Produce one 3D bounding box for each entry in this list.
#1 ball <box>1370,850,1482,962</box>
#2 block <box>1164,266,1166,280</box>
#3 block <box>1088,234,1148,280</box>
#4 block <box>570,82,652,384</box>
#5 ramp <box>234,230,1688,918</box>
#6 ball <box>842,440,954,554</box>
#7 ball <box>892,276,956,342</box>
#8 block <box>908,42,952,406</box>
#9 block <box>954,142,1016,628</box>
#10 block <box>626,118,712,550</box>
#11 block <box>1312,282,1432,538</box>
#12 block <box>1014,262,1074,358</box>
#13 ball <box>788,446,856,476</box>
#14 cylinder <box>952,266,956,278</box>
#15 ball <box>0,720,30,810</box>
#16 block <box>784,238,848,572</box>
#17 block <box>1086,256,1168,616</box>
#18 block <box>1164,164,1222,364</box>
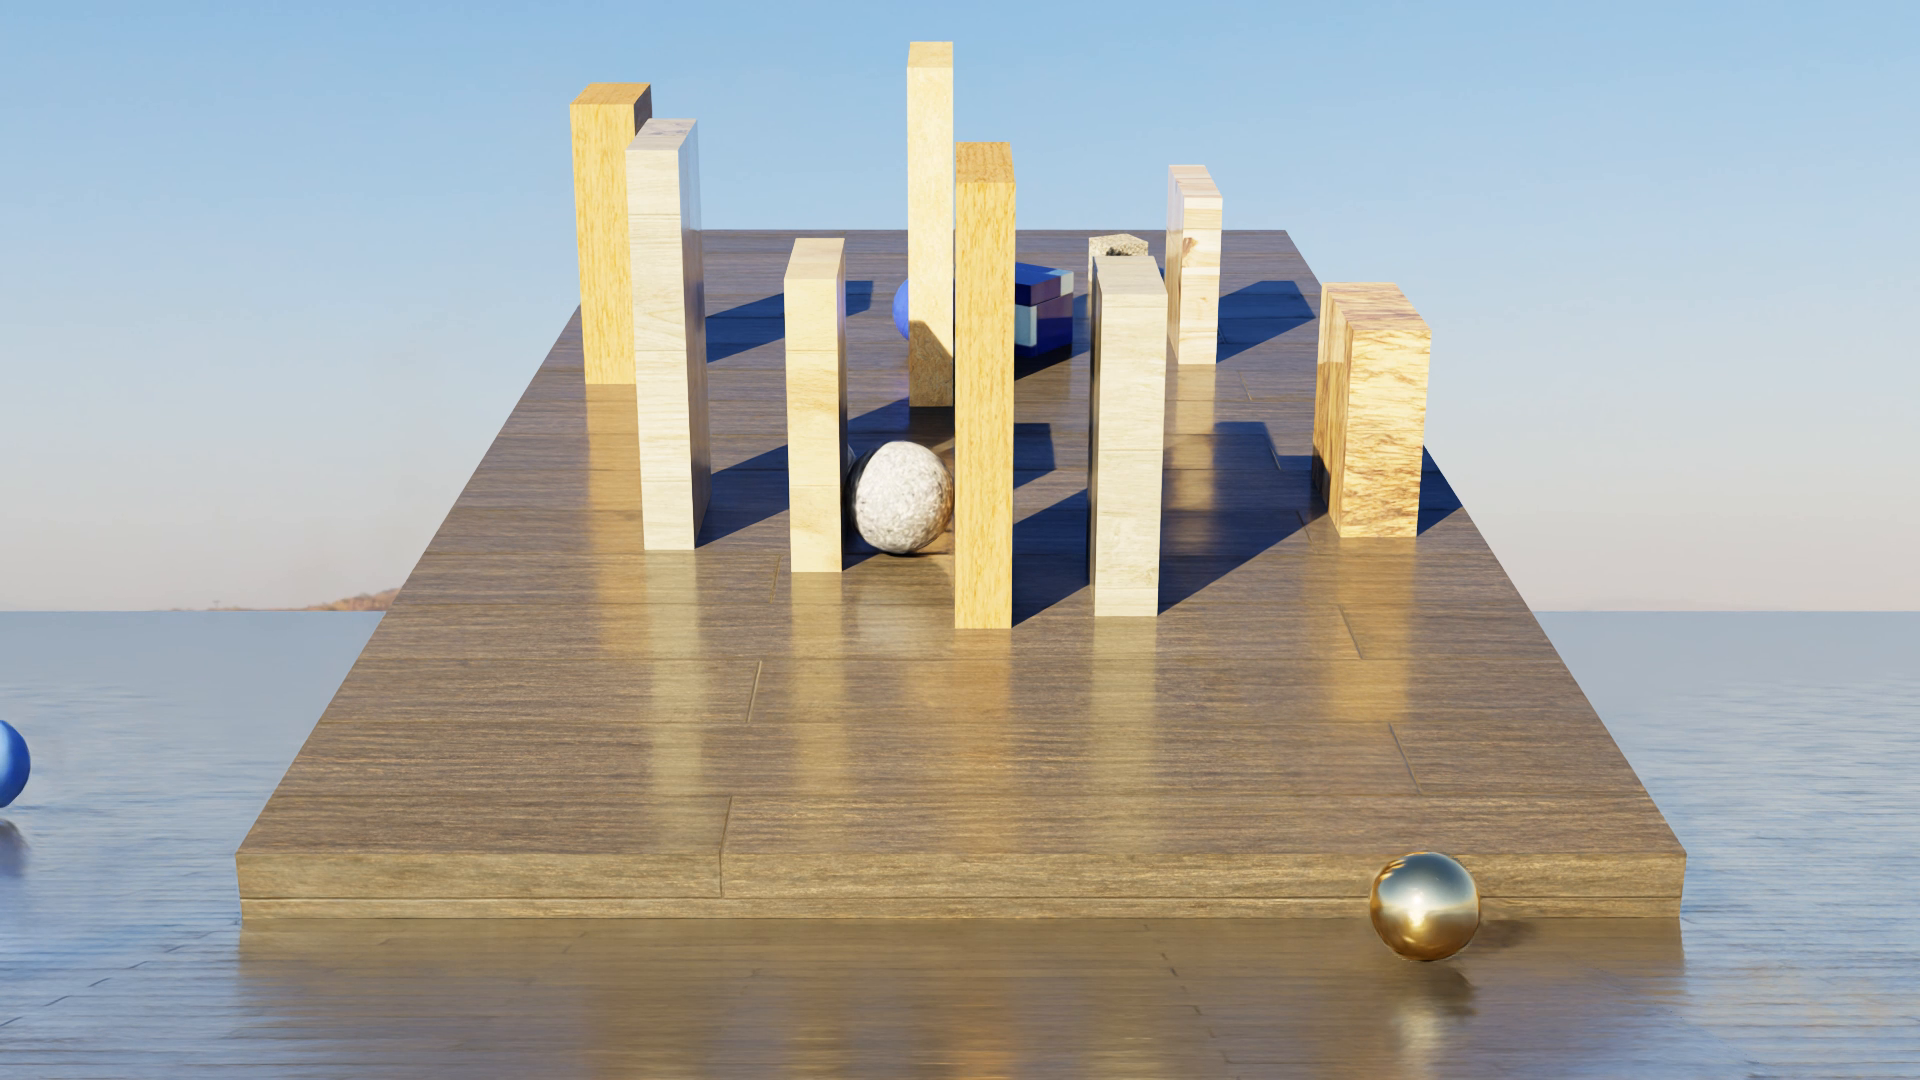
[{"bbox_3d":[0.570,0.449,2.780,0.134,0.134,0.134,0,-2,0],"label":"ball"},{"bbox_3d":[0.585,-0.639,5.890,0.114,0.114,0.114,1,20,4],"label":"block"},{"bbox_3d":[0.434,-0.766,6.227,0.118,0.118,0.118,-9,22,-24],"label":"block"},{"bbox_3d":[-0.803,-0.724,5.335,0.142,0.649,0.316,0,20,0],"label":"block"},{"bbox_3d":[-0.005,-0.208,5.019,2.000,0.100,4.000,0,20,0],"label":"ramp"},{"bbox_3d":[-0.113,-0.080,4.212,0.209,0.209,0.209,0,-2,0],"label":"ball"},{"bbox_3d":[-0.070,-0.565,5.570,0.193,0.193,0.193,0,-2,0],"label":"ball"},{"bbox_3d":[-0.066,-0.728,5.191,0.098,0.758,0.406,0,20,0],"label":"block"},{"bbox_3d":[0.040,-0.273,3.932,0.096,0.770,0.367,0,20,0],"label":"block"},{"bbox_3d":[-0.545,-0.391,4.282,0.093,0.750,0.332,0,20,0],"label":"block"},{"bbox_3d":[0.797,-0.260,4.429,0.144,0.406,0.373,0,20,0],"label":"block"},{"bbox_3d":[0.153,-0.569,5.599,0.181,0.181,0.181,15,25,34],"label":"block"},{"bbox_3d":[-0.272,-0.143,4.494,0.138,0.138,0.138,0,-2,0],"label":"ball"},{"bbox_3d":[0.018,-0.610,5.724,0.172,0.172,0.172,-1,17,31],"label":"cylinder"},{"bbox_3d":[-2.038,0.467,4.702,0.207,0.207,0.207,0,-2,0],"label":"ball"},{"bbox_3d":[-0.263,-0.255,4.206,0.091,0.546,0.327,0,20,0],"label":"block"},{"bbox_3d":[0.288,-0.185,3.979,0.108,0.573,0.282,0,20,0],"label":"block"},{"bbox_3d":[0.571,-0.685,5.592,0.089,0.404,0.409,0,20,0],"label":"block"}]
